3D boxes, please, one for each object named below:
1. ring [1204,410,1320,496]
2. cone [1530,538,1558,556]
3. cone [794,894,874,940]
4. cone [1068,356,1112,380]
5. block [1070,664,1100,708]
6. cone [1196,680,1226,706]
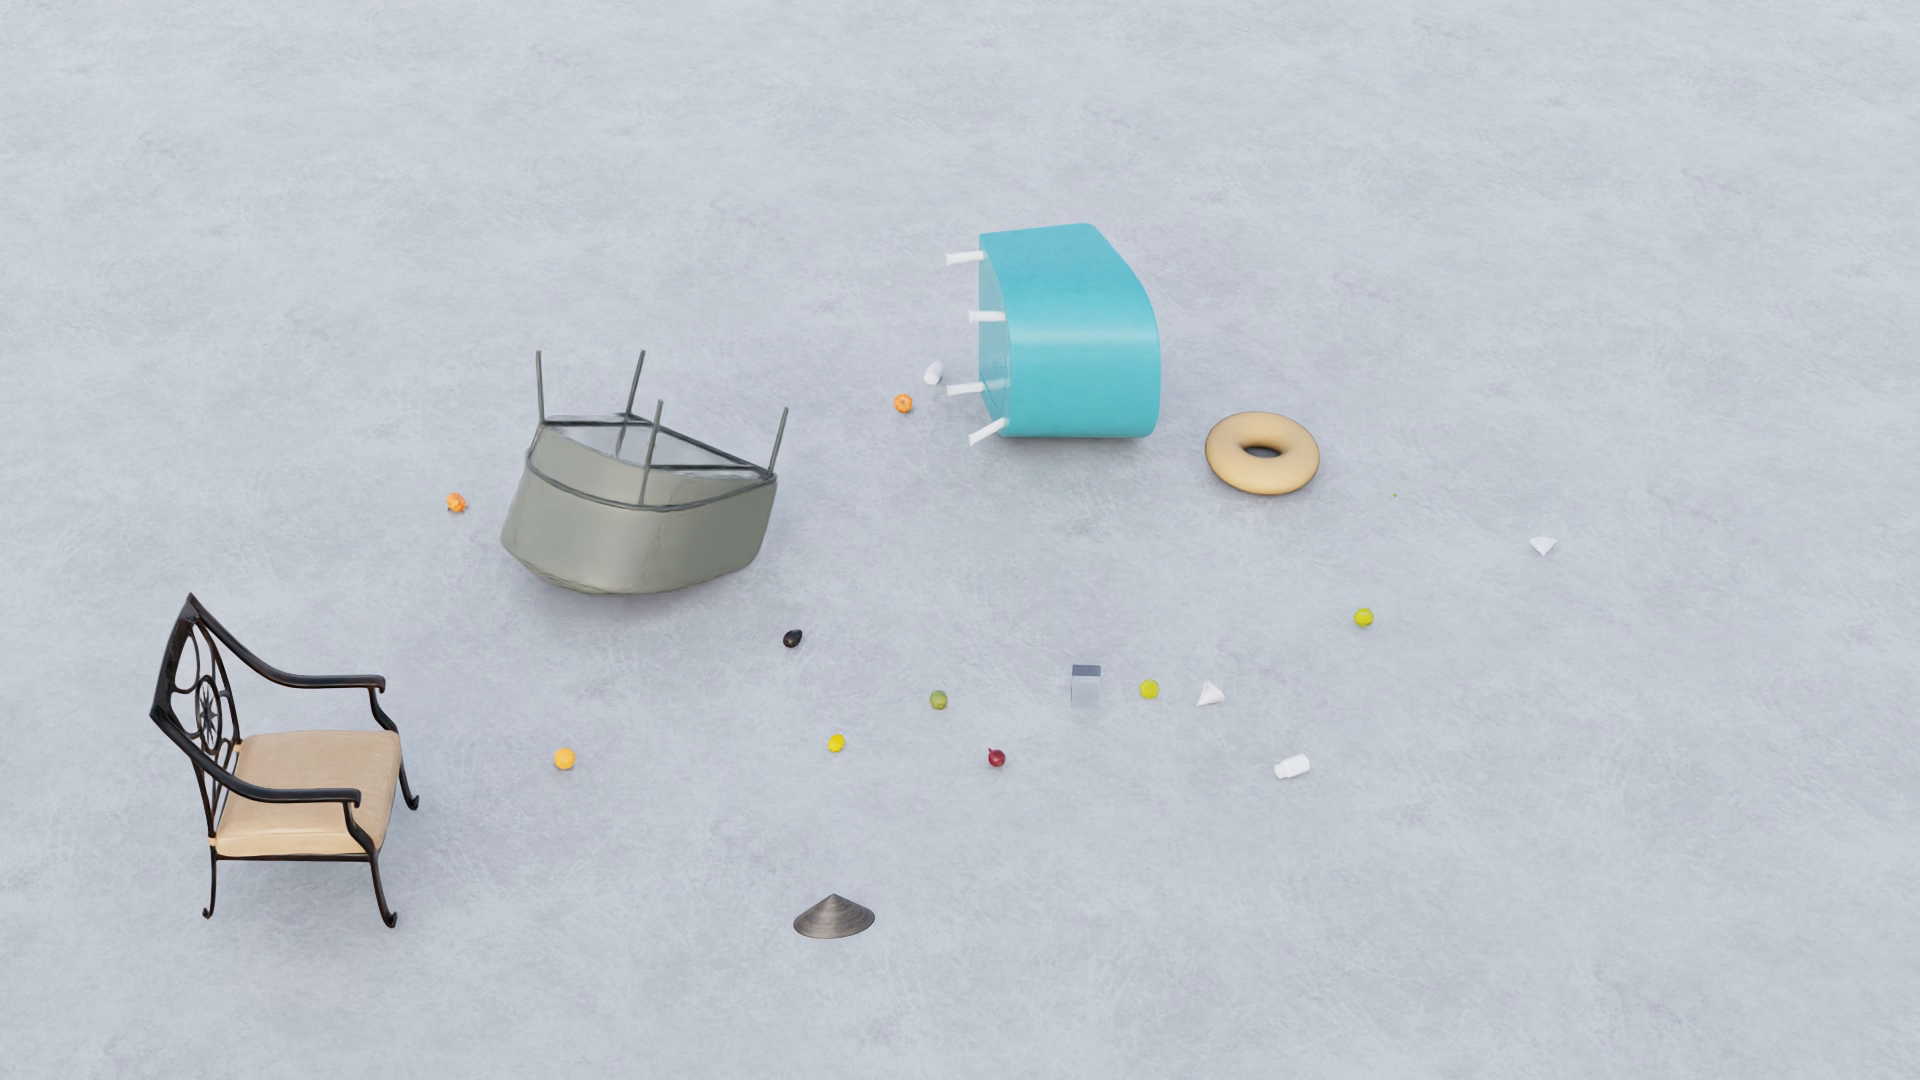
[{"bbox_3d":[1.169,-0.339,11.343,0.443,0.129,0.514,-3,34,-6],"label":"ring"},{"bbox_3d":[2.163,0.033,10.869,0.107,0.058,0.065,0,58,15],"label":"cone"},{"bbox_3d":[-0.392,1.141,9.110,0.258,0.114,0.164,-6,34,-10],"label":"cone"},{"bbox_3d":[0.514,-0.698,11.957,0.181,0.098,0.112,-1,-12,29],"label":"cone"},{"bbox_3d":[0.433,0.504,10.079,0.097,0.110,0.101,2,33,3],"label":"block"},{"bbox_3d":[0.845,0.544,10.089,0.087,0.072,0.107,-39,43,-13],"label":"cone"}]
